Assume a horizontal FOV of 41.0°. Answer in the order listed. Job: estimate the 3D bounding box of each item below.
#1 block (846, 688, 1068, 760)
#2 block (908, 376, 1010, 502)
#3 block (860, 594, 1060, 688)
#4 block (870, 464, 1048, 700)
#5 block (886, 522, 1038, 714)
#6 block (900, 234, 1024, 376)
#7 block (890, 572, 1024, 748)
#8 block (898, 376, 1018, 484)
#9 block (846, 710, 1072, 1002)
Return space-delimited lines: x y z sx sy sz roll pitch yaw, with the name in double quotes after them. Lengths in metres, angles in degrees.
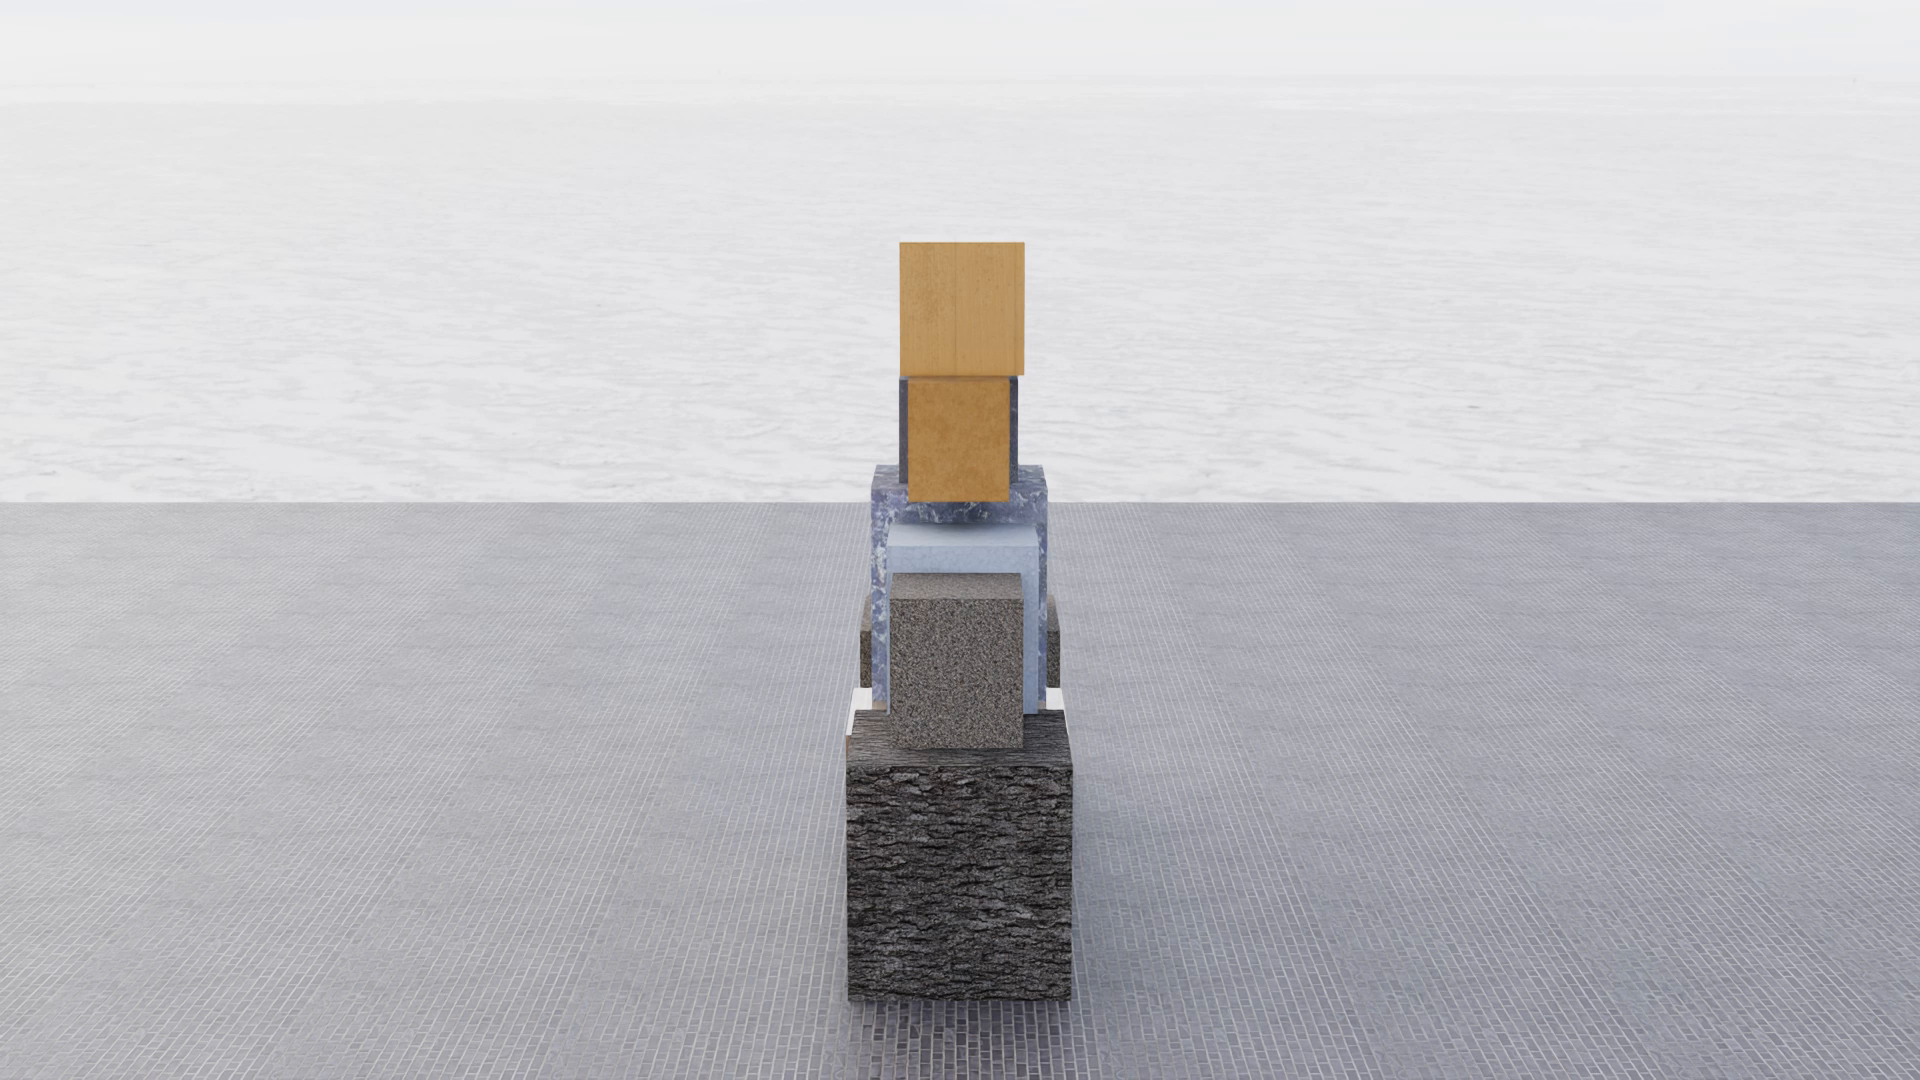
-0.011 1.133 11.043 0.920 0.819 0.818 0 10 0 "block"
-0.005 -0.448 10.860 0.418 0.497 0.493 0 10 0 "block"
0.001 0.805 12.554 0.943 0.924 0.856 0 10 0 "block"
-0.004 0.176 11.435 0.758 0.928 0.755 0 10 0 "block"
0.010 0.316 10.736 0.616 0.692 0.659 0 9 0 "block"
0.009 -1.013 11.006 0.525 0.561 0.499 0 10 0 "block"
-0.013 0.468 10.142 0.514 0.589 0.523 0 10 0 "block"
-0.006 -0.510 11.357 0.517 0.450 0.483 0 10 0 "block"
-0.002 1.232 10.189 0.856 0.930 0.878 0 10 0 "block"
